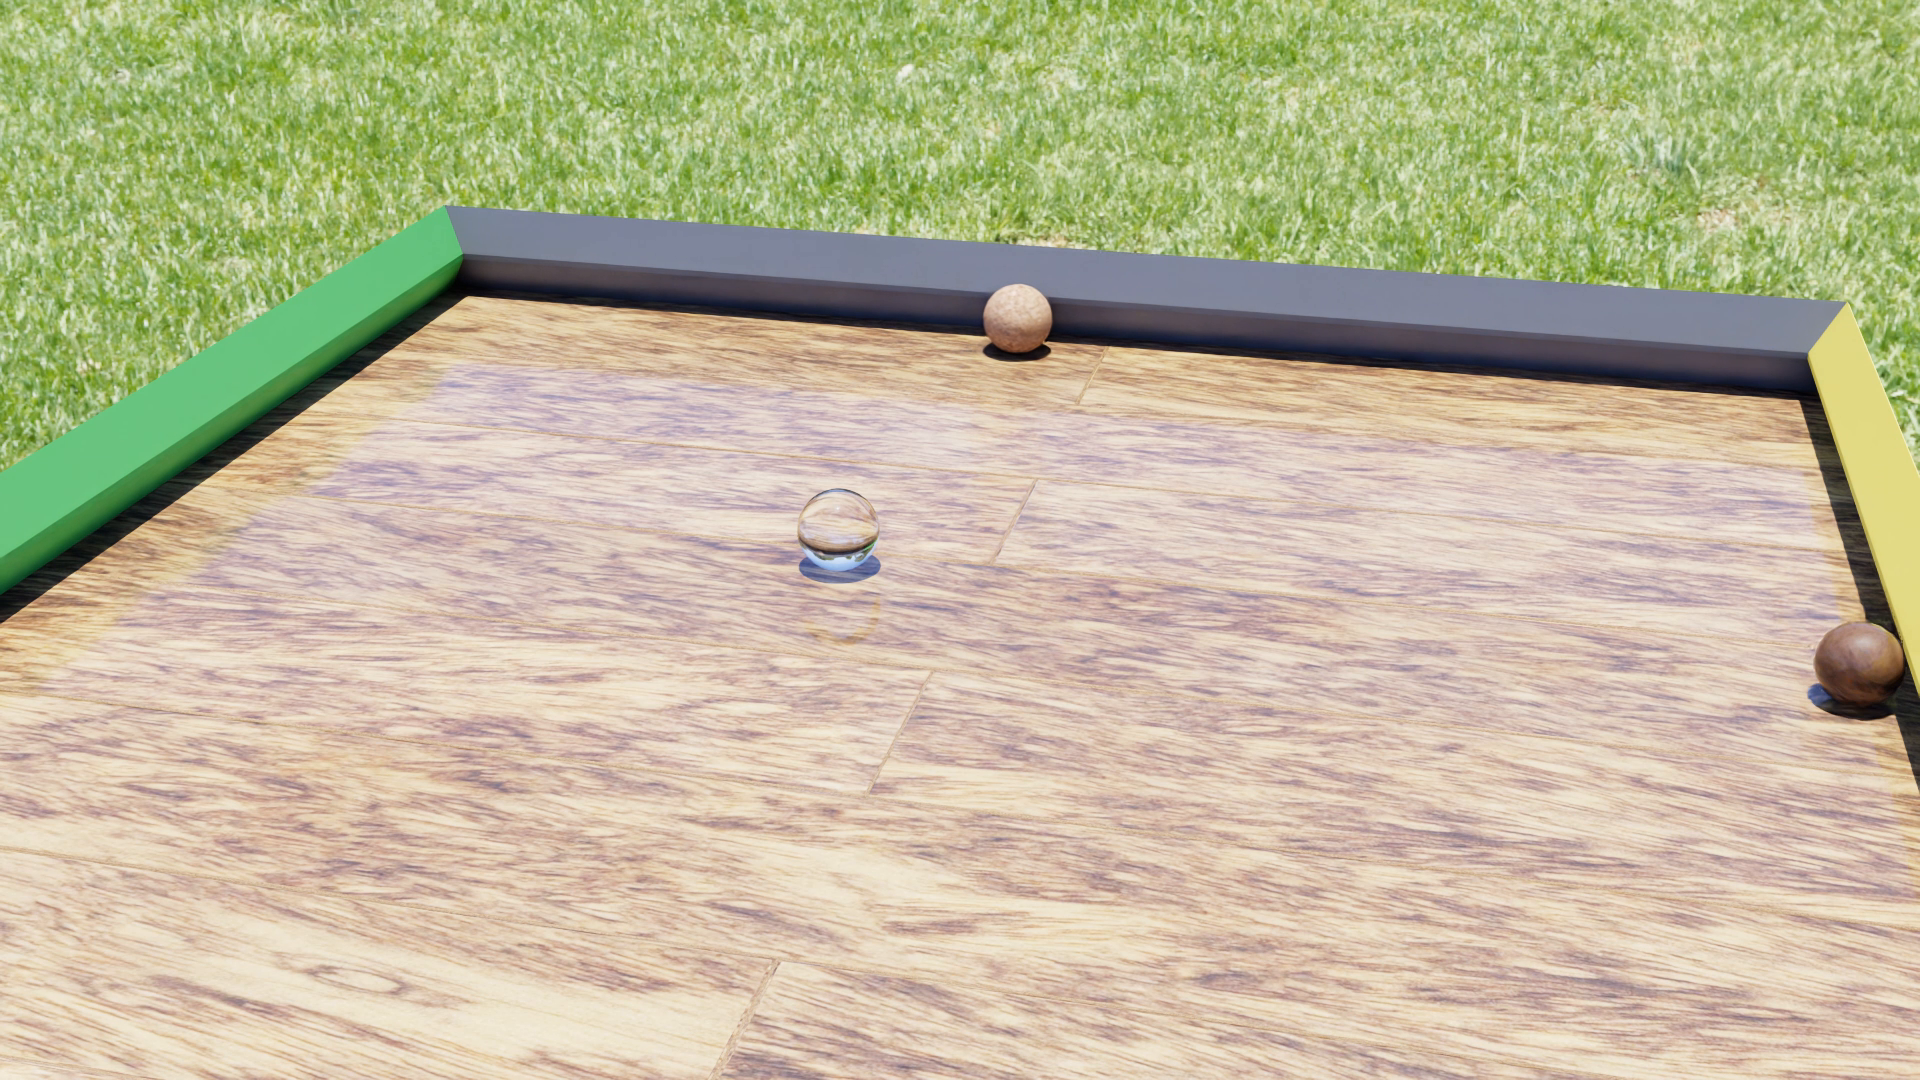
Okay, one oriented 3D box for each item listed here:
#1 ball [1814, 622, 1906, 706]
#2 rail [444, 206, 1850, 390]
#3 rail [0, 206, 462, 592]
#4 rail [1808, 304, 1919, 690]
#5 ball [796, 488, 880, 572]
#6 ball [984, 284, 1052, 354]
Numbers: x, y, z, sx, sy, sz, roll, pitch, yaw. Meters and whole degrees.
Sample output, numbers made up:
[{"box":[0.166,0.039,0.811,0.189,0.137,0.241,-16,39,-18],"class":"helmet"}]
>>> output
[{"box":[0.854,0.118,2.088,0.081,0.081,0.081,0,24,0],"class":"ball"},{"box":[0.185,-0.334,3.033,1.954,0.123,0.045,6,25,12],"class":"rail"},{"box":[-1.118,0.222,1.804,0.045,0.123,3.276,6,25,12],"class":"rail"},{"box":[0.737,0.405,1.400,0.045,0.123,3.276,6,25,12],"class":"rail"},{"box":[-0.130,-0.011,2.362,0.089,0.089,0.089,0,24,0],"class":"ball"},{"box":[0.079,-0.301,2.998,0.094,0.094,0.094,0,24,0],"class":"ball"}]
